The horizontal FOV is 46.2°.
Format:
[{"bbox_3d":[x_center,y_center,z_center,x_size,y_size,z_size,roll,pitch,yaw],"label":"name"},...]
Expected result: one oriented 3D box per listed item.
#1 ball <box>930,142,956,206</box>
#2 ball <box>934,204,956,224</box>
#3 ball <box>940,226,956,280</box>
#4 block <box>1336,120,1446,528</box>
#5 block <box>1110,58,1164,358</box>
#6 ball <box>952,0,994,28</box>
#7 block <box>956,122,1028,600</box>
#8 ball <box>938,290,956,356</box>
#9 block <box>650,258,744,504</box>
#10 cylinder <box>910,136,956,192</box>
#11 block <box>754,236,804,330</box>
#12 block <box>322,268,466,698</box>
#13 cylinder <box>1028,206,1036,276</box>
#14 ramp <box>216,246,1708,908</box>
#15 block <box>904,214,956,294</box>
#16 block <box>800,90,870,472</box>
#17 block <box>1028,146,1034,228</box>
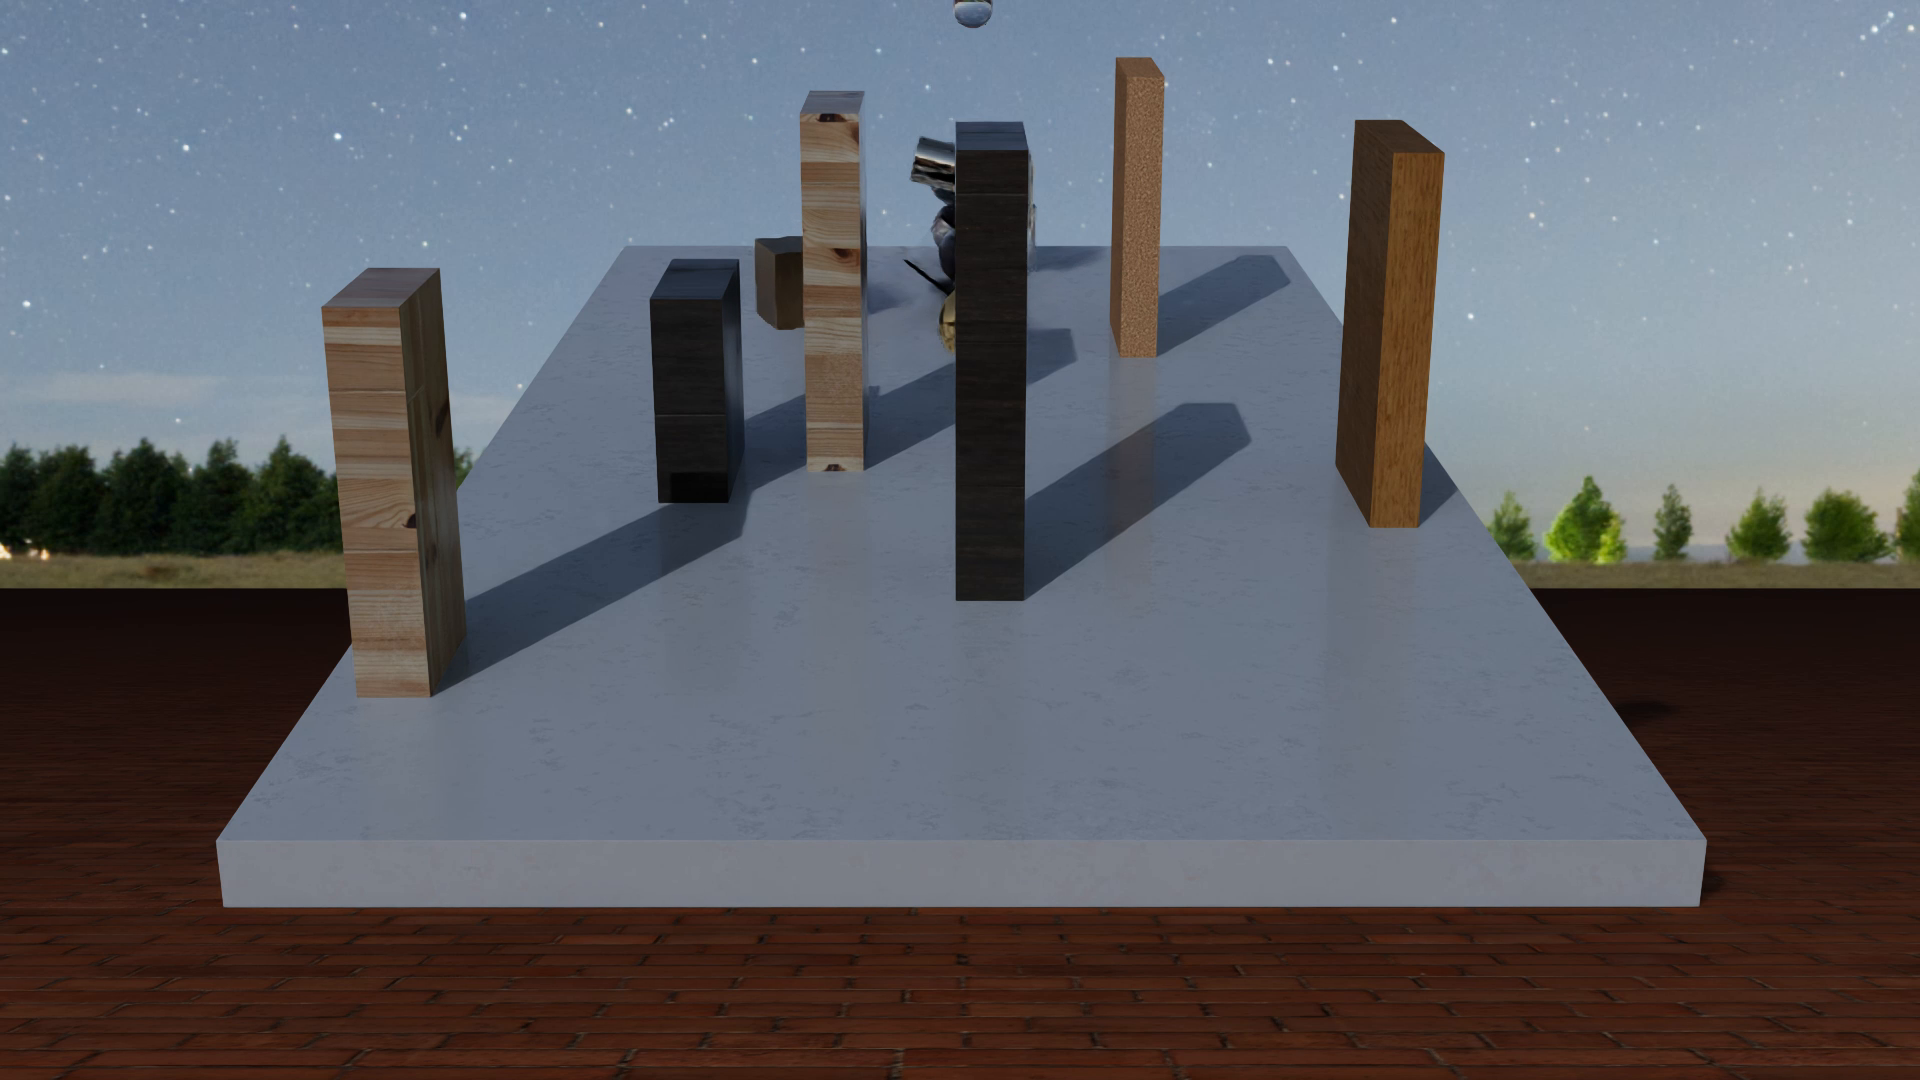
[{"bbox_3d":[-0.001,-1.046,6.430,0.185,0.185,0.185,0,-1,0],"label":"ball"},{"bbox_3d":[-0.003,-0.904,6.535,0.154,0.154,0.154,0,-1,0],"label":"ball"},{"bbox_3d":[0.029,-0.801,6.273,0.174,0.174,0.174,0,-1,0],"label":"ball"},{"bbox_3d":[0.824,-0.425,4.348,0.092,0.710,0.408,0,19,0],"label":"block"},{"bbox_3d":[0.436,-0.830,5.580,0.089,0.678,0.385,0,19,0],"label":"block"},{"bbox_3d":[0.036,-1.460,6.168,0.113,0.113,0.113,0,-1,0],"label":"ball"},{"bbox_3d":[0.051,-0.313,3.910,0.118,0.778,0.312,0,19,0],"label":"block"},{"bbox_3d":[0.048,-0.524,5.423,0.200,0.200,0.200,0,-1,0],"label":"ball"},{"bbox_3d":[-0.523,-0.326,4.519,0.137,0.407,0.375,0,19,0],"label":"block"},{"bbox_3d":[-0.063,-1.044,6.251,0.127,0.127,0.127,14,-2,-3],"label":"cylinder"},{"bbox_3d":[-0.409,-0.672,5.855,0.200,0.200,0.200,-6,20,-18],"label":"block"},{"bbox_3d":[-0.876,-0.093,3.512,0.113,0.616,0.278,0,19,0],"label":"block"},{"bbox_3d":[0.123,-0.860,6.427,0.187,0.187,0.187,0,19,0],"label":"cylinder"},{"bbox_3d":[-0.004,-0.196,4.925,2.000,0.100,4.000,0,19,0],"label":"ramp"},{"bbox_3d":[-0.041,-0.775,6.111,0.151,0.151,0.151,37,10,-5],"label":"block"},{"bbox_3d":[-0.255,-0.539,4.650,0.115,0.727,0.335,0,19,0],"label":"block"},{"bbox_3d":[0.112,-0.979,6.239,0.172,0.172,0.172,0,30,-2],"label":"block"}]
